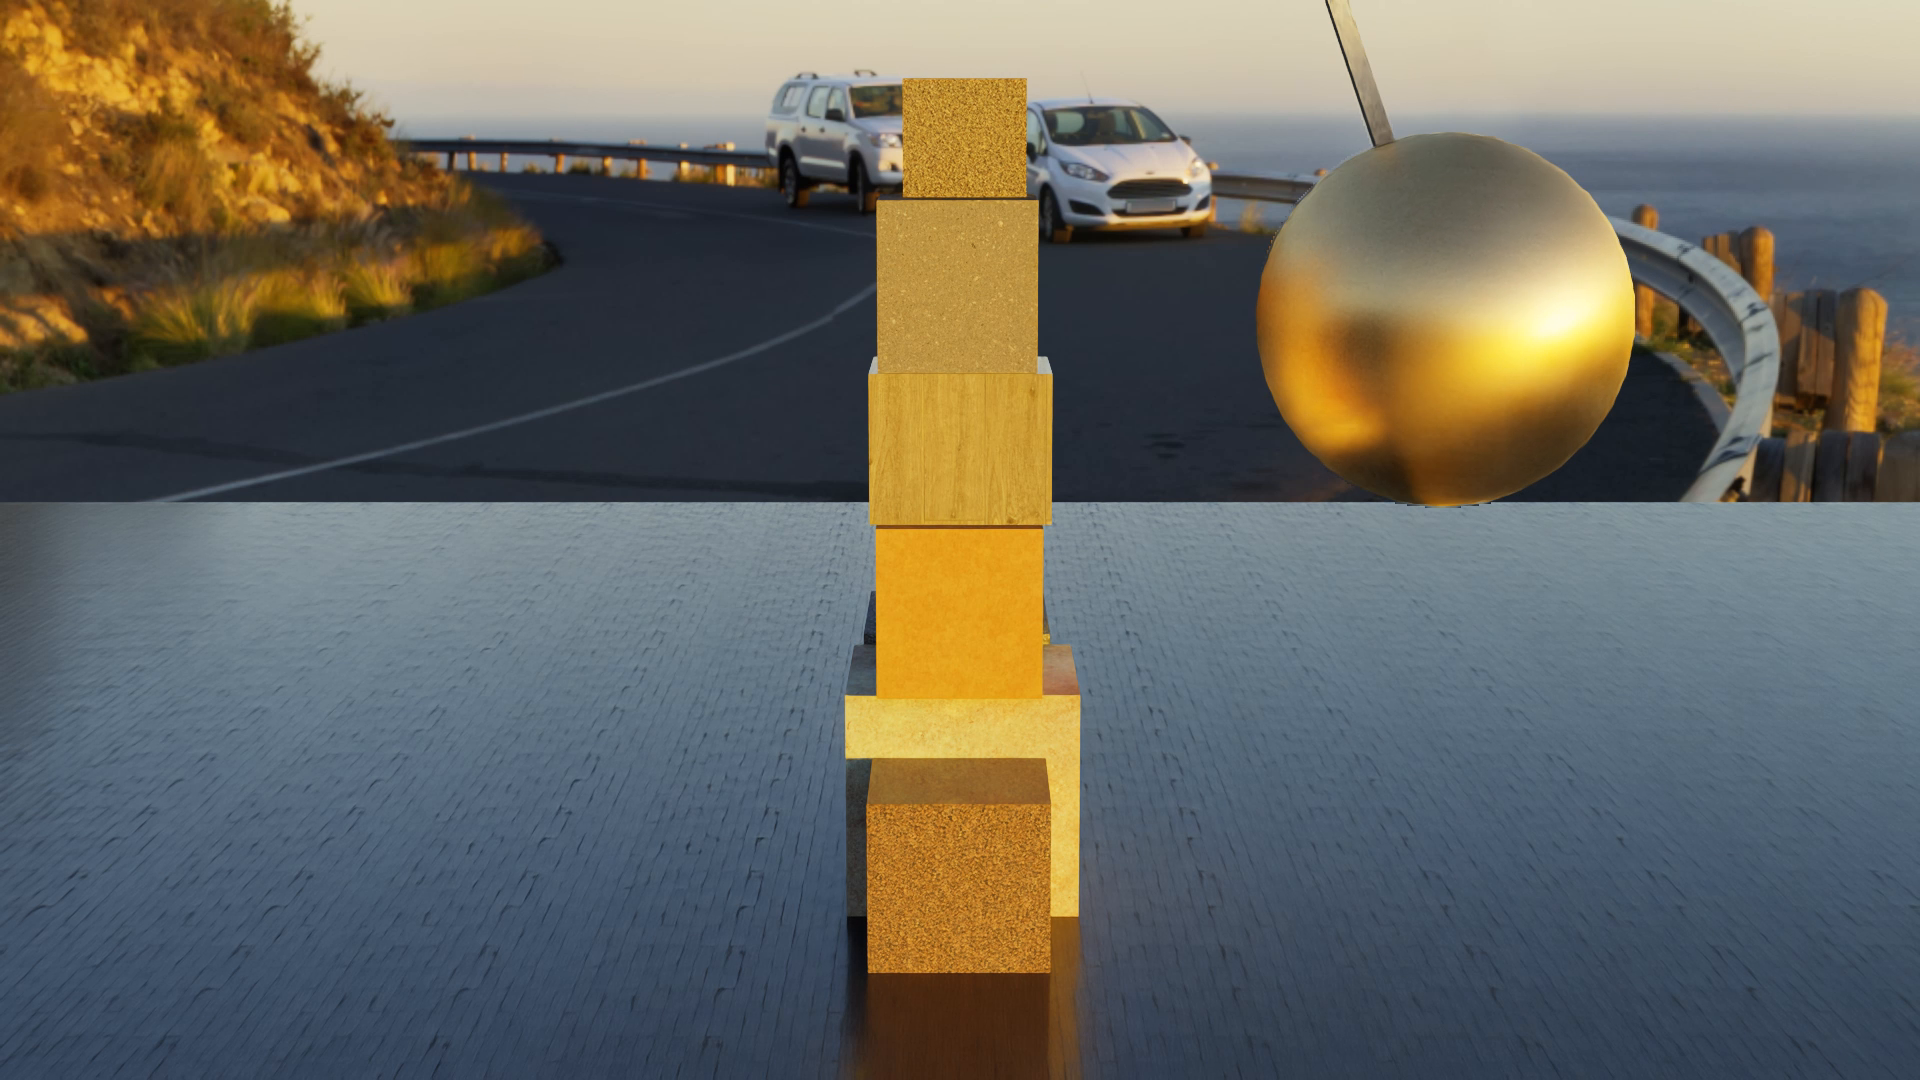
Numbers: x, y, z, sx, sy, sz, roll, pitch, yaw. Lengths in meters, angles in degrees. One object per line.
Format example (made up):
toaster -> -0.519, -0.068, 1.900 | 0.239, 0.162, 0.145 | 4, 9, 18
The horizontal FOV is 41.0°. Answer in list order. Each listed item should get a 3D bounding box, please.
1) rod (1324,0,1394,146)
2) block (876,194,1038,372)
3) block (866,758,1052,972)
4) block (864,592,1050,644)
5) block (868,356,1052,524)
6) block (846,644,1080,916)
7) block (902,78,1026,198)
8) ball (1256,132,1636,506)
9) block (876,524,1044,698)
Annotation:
rod -> 0.899, -4.081, 10.438 | 0.080, 5.200, 0.080 | -20, 10, 4
block -> -0.010, -1.081, 10.726 | 0.655, 0.700, 0.598 | 0, 10, 0
block -> -0.004, 1.311, 10.422 | 0.722, 0.692, 0.682 | 0, 10, 0
block -> -0.014, 0.833, 12.176 | 0.843, 1.005, 0.982 | 0, 10, 0
block -> 0.002, -0.428, 10.833 | 0.750, 0.624, 0.652 | 0, 10, 0
block -> 0.011, 1.031, 11.215 | 0.978, 0.959, 0.960 | 0, 10, 0
block -> 0.020, -1.710, 10.869 | 0.512, 0.485, 0.527 | 0, 10, 0
ball -> 2.074, -0.943, 11.009 | 1.600, 1.600, 1.600 | 0, 10, 0
block -> -0.002, 0.246, 10.861 | 0.684, 0.712, 0.672 | 0, 10, 0
